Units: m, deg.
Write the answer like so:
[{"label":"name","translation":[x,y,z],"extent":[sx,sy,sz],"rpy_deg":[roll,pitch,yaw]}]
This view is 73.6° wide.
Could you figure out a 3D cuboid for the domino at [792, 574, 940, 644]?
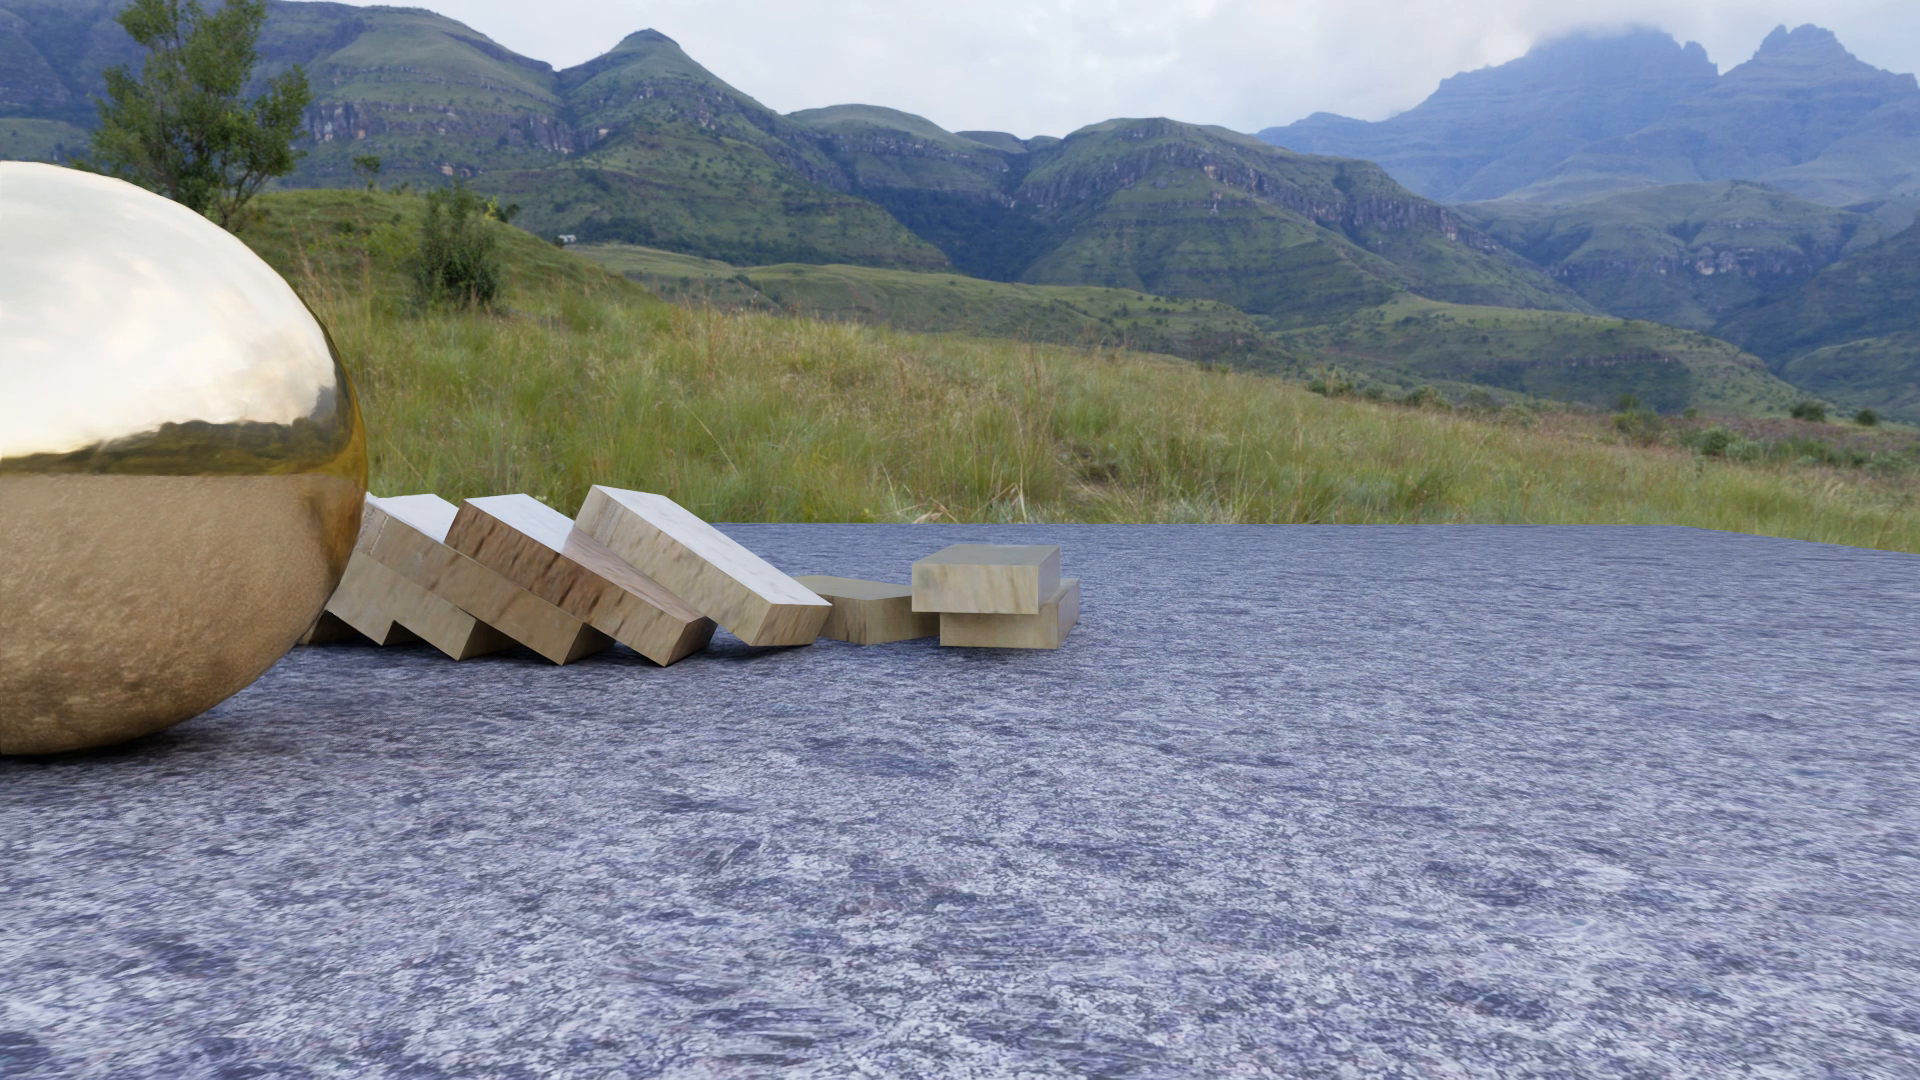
[{"label":"domino","translation":[-0.028,0.015,0.298],"extent":[0.025,0.009,0.050],"rpy_deg":[-4,6,-43]}]

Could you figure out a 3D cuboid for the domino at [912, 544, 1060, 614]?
[{"label":"domino","translation":[0.007,0.008,0.276],"extent":[0.025,0.009,0.050],"rpy_deg":[1,4,9]}]

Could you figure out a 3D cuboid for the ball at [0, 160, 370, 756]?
[{"label":"ball","translation":[-0.125,-0.011,0.177],"extent":[0.080,0.080,0.080],"rpy_deg":[0,4,0]}]

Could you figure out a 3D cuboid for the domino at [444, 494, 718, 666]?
[{"label":"domino","translation":[-0.074,0.007,0.258],"extent":[0.050,0.009,0.025],"rpy_deg":[28,8,5]}]

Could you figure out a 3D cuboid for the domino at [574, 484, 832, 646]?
[{"label":"domino","translation":[-0.054,0.005,0.270],"extent":[0.050,0.009,0.025],"rpy_deg":[31,8,21]}]

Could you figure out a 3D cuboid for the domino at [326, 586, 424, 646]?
[{"label":"domino","translation":[-0.135,0.005,0.279],"extent":[0.050,0.009,0.025],"rpy_deg":[30,8,11]}]

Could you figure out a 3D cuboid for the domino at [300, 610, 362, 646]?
[{"label":"domino","translation":[-0.155,0.005,0.282],"extent":[0.050,0.009,0.025],"rpy_deg":[29,7,5]}]

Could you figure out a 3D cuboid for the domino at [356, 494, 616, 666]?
[{"label":"domino","translation":[-0.094,0.007,0.260],"extent":[0.050,0.010,0.025],"rpy_deg":[28,8,5]}]

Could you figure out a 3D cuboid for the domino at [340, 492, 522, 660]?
[{"label":"domino","translation":[-0.115,0.007,0.268],"extent":[0.050,0.009,0.025],"rpy_deg":[30,11,11]}]

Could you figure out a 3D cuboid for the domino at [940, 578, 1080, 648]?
[{"label":"domino","translation":[0.013,0.016,0.293],"extent":[0.025,0.009,0.050],"rpy_deg":[1,4,10]}]
